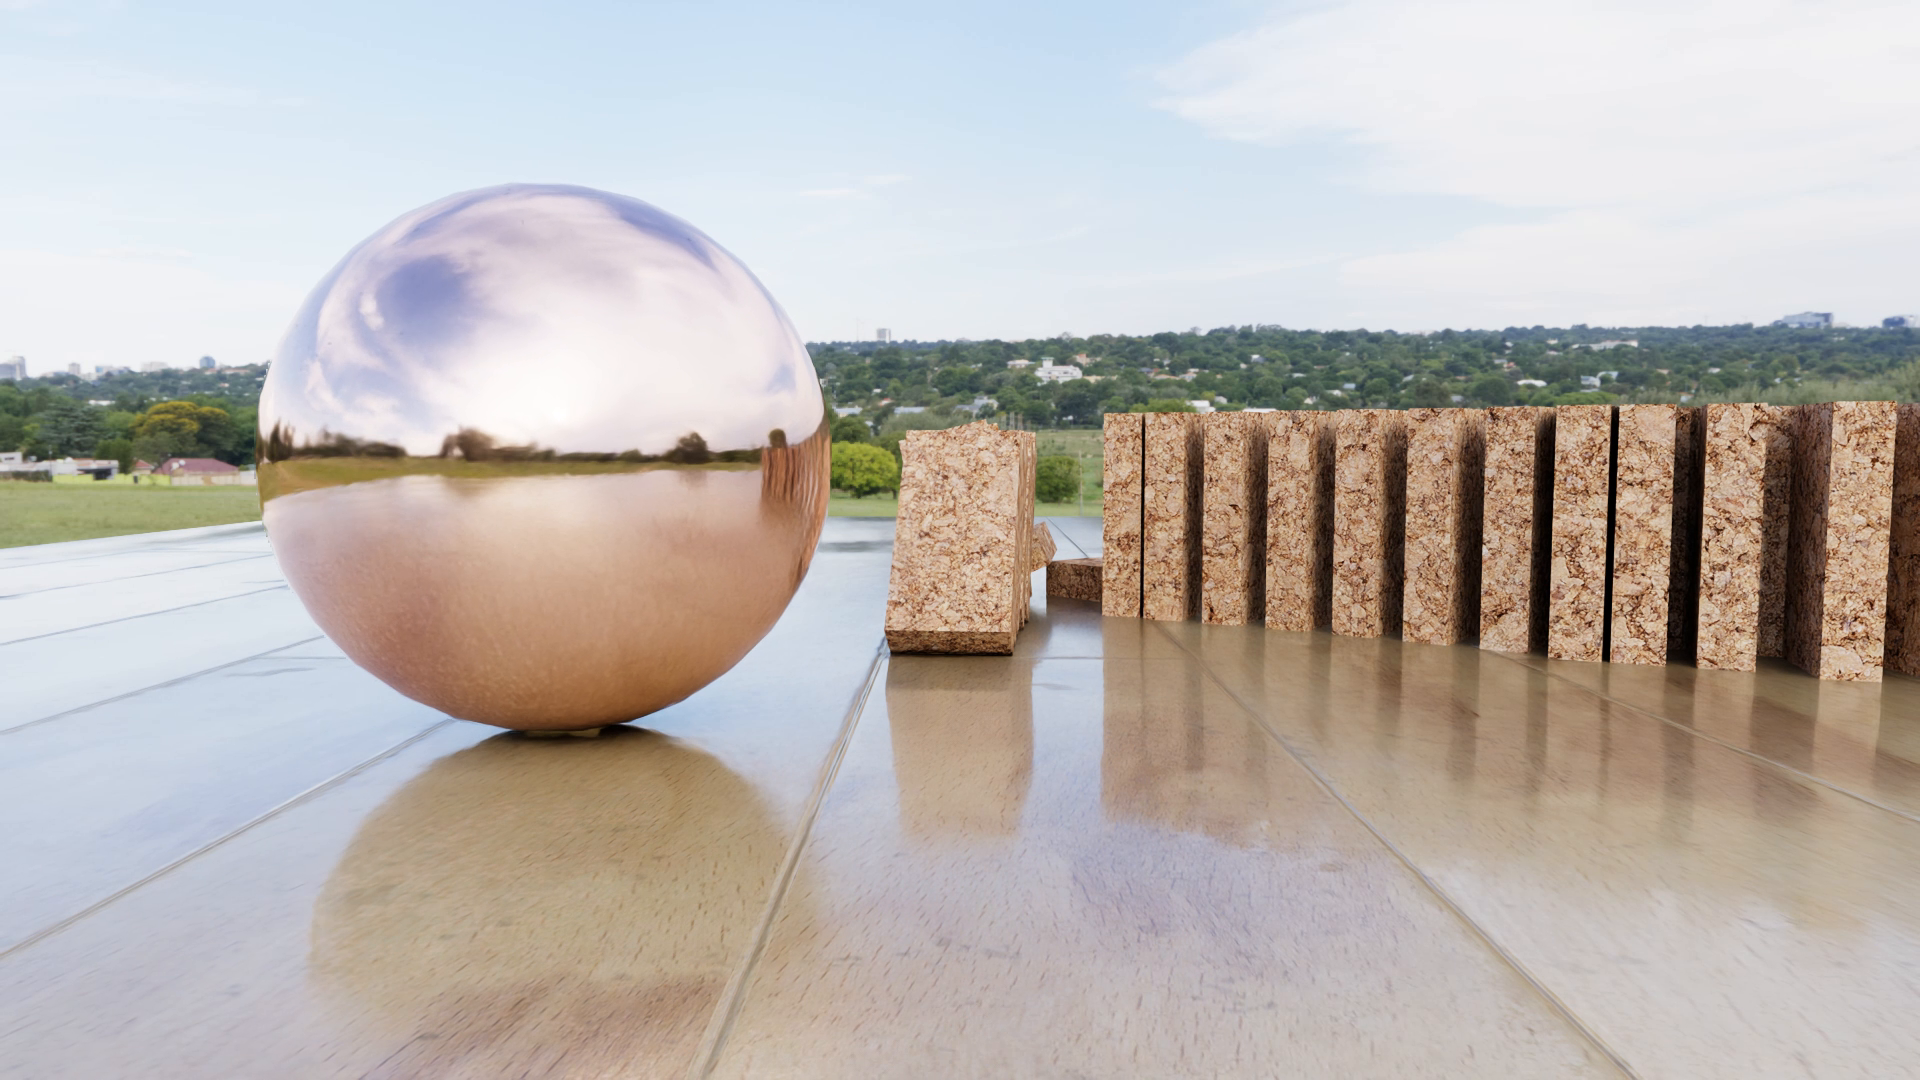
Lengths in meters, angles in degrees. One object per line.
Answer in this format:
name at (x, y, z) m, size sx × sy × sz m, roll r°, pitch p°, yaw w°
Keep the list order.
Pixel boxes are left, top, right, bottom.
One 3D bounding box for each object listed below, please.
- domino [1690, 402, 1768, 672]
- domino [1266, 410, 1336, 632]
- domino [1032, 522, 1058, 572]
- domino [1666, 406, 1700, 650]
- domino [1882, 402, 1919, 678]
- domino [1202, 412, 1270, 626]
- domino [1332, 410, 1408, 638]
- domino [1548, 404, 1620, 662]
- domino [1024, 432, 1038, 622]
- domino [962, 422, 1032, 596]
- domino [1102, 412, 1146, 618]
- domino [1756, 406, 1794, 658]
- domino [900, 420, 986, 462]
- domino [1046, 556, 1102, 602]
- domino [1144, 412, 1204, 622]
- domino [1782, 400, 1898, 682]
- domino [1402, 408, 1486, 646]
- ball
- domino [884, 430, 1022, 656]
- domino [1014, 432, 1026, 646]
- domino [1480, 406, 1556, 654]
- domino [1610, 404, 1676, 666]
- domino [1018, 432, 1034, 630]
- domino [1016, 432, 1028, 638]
domino at (0.150, -0.001, 0.251) m, size 0.010 × 0.050 × 0.025 m, roll 2°, pitch 5°, yaw 27°
domino at (0.082, -0.005, 0.302) m, size 0.010 × 0.050 × 0.025 m, roll 3°, pitch 5°, yaw 36°
domino at (0.014, 0.005, 0.369) m, size 0.025 × 0.009 × 0.050 m, roll -24°, pitch 1°, yaw 8°
domino at (0.156, -0.003, 0.274) m, size 0.025 × 0.050 × 0.009 m, roll -3°, pitch 5°, yaw -35°
domino at (0.180, 0.000, 0.238) m, size 0.010 × 0.050 × 0.025 m, roll 0°, pitch 4°, yaw 3°
domino at (0.068, -0.006, 0.311) m, size 0.010 × 0.050 × 0.025 m, roll 3°, pitch 5°, yaw 33°
domino at (0.095, -0.004, 0.292) m, size 0.010 × 0.050 × 0.025 m, roll 3°, pitch 5°, yaw 38°
domino at (0.127, -0.002, 0.261) m, size 0.010 × 0.050 × 0.025 m, roll 3°, pitch 5°, yaw 31°
domino at (0.005, -0.004, 0.317) m, size 0.025 × 0.050 × 0.010 m, roll 1°, pitch -33°, yaw 7°
domino at (0.002, -0.006, 0.332) m, size 0.025 × 0.050 × 0.010 m, roll -10°, pitch -36°, yaw 0°
domino at (0.044, -0.007, 0.326) m, size 0.010 × 0.050 × 0.025 m, roll 2°, pitch 5°, yaw 22°
domino at (0.169, -0.002, 0.266) m, size 0.010 × 0.050 × 0.025 m, roll 2°, pitch 5°, yaw 23°
domino at (0.000, -0.008, 0.346) m, size 0.025 × 0.050 × 0.009 m, roll -14°, pitch -36°, yaw 2°
domino at (0.052, 0.010, 0.368) m, size 0.050 × 0.010 × 0.025 m, roll -3°, pitch 5°, yaw -38°
domino at (0.054, -0.006, 0.319) m, size 0.009 × 0.050 × 0.025 m, roll 2°, pitch 5°, yaw 25°
domino at (0.164, 0.000, 0.241) m, size 0.010 × 0.050 × 0.025 m, roll 1°, pitch 5°, yaw 19°
domino at (0.107, -0.004, 0.282) m, size 0.010 × 0.050 × 0.025 m, roll 4°, pitch 6°, yaw 40°
ball at (-0.059, -0.012, 0.190) m, size 0.080 × 0.080 × 0.080 m, roll 0°, pitch 4°, yaw 0°
domino at (0.000, 0.000, 0.270) m, size 0.025 × 0.050 × 0.010 m, roll 0°, pitch -33°, yaw 6°
domino at (0.001, -0.001, 0.282) m, size 0.025 × 0.050 × 0.009 m, roll 1°, pitch -33°, yaw 7°
domino at (0.120, -0.003, 0.271) m, size 0.010 × 0.050 × 0.025 m, roll 4°, pitch 6°, yaw 40°
domino at (0.137, -0.002, 0.257) m, size 0.010 × 0.050 × 0.025 m, roll 2°, pitch 5°, yaw 29°
domino at (0.004, -0.003, 0.305) m, size 0.025 × 0.050 × 0.010 m, roll 1°, pitch -33°, yaw 7°
domino at (0.002, -0.002, 0.294) m, size 0.025 × 0.050 × 0.010 m, roll 0°, pitch -33°, yaw 7°
